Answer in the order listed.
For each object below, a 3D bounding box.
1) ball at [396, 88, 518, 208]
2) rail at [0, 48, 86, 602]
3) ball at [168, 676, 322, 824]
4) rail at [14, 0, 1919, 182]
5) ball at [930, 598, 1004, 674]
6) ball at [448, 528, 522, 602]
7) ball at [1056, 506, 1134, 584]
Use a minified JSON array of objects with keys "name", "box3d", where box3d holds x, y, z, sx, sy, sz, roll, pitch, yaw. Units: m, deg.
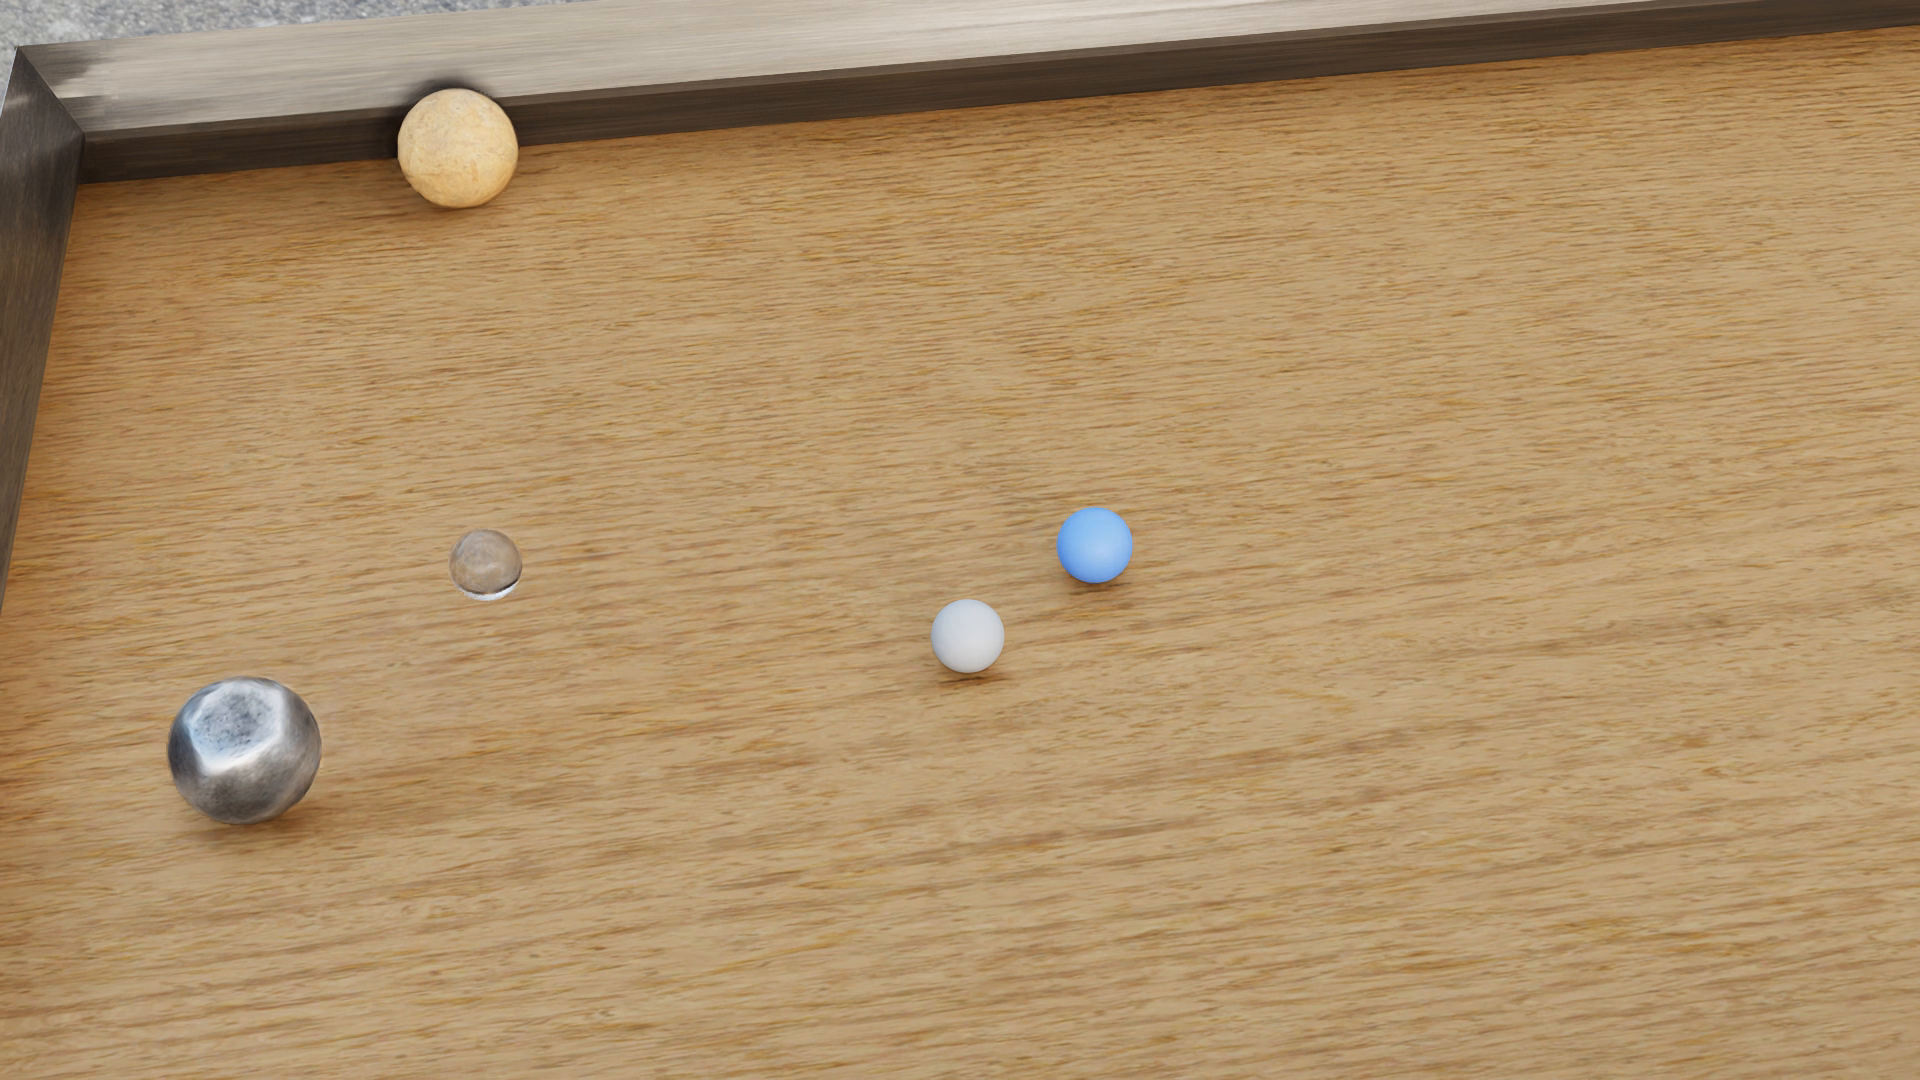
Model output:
[{"name":"ball","box3d":[-0.408,-0.318,2.084,0.096,0.096,0.096,0,36,0]},{"name":"rail","box3d":[-0.606,0.040,1.560,0.045,0.125,1.357,-6,36,-9]},{"name":"ball","box3d":[-0.413,0.121,1.483,0.086,0.086,0.086,0,36,0]},{"name":"rail","box3d":[0.505,-0.475,2.276,2.566,0.125,0.045,-6,36,-9]},{"name":"ball","box3d":[0.005,0.060,1.602,0.046,0.046,0.046,0,36,0]},{"name":"ball","box3d":[-0.307,0.016,1.662,0.047,0.047,0.047,0,36,0]},{"name":"ball","box3d":[0.088,0.003,1.677,0.050,0.050,0.050,0,36,0]}]
